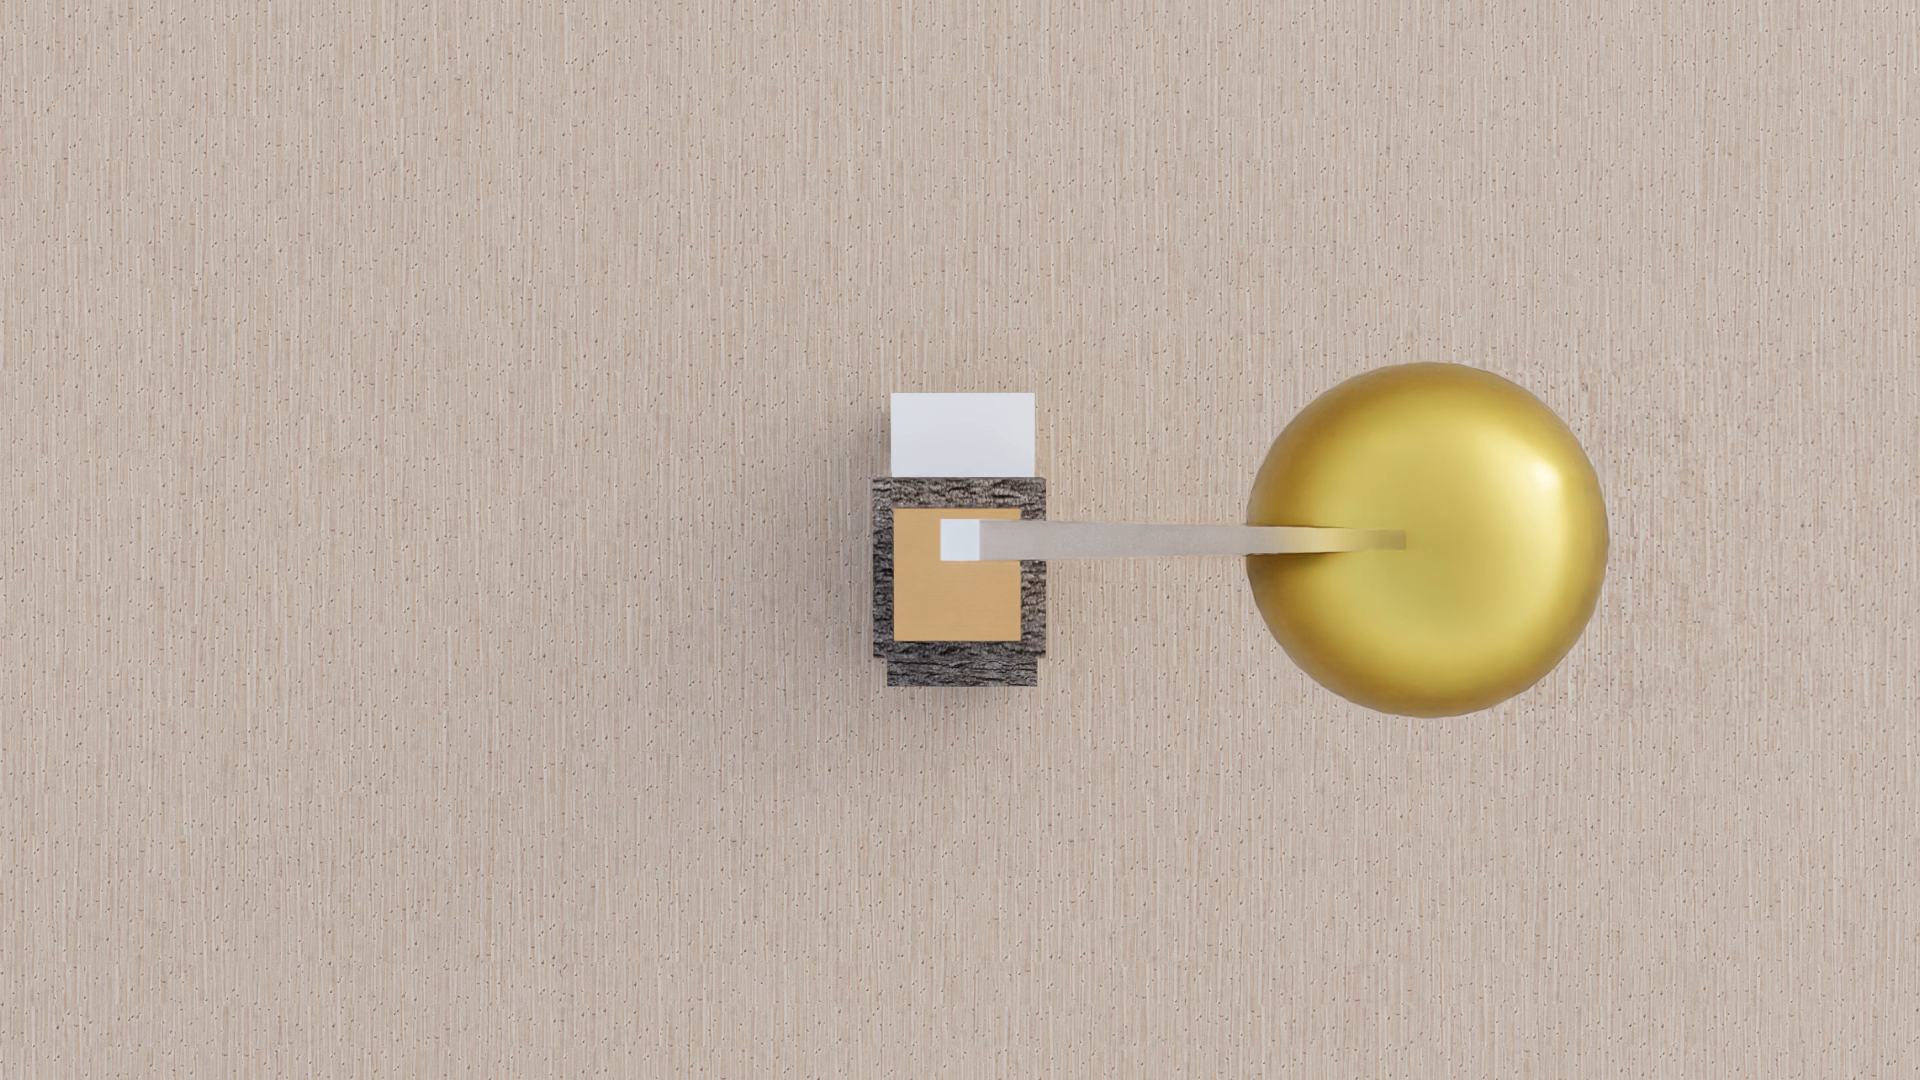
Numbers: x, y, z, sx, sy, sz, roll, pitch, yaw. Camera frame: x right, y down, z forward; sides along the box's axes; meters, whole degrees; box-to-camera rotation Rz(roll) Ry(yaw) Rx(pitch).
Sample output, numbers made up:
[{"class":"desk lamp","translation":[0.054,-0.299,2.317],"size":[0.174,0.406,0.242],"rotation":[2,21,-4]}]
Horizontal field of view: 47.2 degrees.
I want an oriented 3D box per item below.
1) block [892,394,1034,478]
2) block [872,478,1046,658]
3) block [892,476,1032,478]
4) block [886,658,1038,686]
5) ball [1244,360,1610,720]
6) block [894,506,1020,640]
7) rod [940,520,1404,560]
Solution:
[{"class":"block","translation":[0.016,-0.416,12.580],"size":[0.793,0.841,0.791],"rotation":[0,90,0]},{"class":"block","translation":[-0.001,0.102,9.175],"size":[0.695,0.705,0.724],"rotation":[0,92,0]},{"class":"block","translation":[0.008,0.015,11.751],"size":[0.740,0.818,0.704],"rotation":[0,92,0]},{"class":"block","translation":[0.012,0.400,12.588],"size":[0.833,0.824,0.823],"rotation":[0,90,0]},{"class":"ball","translation":[2.074,0.000,9.838],"size":[1.600,1.600,1.600],"rotation":[0,90,0]},{"class":"block","translation":[-0.010,0.123,8.586],"size":[0.481,0.473,0.502],"rotation":[0,92,0]},{"class":"rod","translation":[0.899,0.000,6.648],"size":[0.080,5.200,0.080],"rotation":[0,90,20]}]
